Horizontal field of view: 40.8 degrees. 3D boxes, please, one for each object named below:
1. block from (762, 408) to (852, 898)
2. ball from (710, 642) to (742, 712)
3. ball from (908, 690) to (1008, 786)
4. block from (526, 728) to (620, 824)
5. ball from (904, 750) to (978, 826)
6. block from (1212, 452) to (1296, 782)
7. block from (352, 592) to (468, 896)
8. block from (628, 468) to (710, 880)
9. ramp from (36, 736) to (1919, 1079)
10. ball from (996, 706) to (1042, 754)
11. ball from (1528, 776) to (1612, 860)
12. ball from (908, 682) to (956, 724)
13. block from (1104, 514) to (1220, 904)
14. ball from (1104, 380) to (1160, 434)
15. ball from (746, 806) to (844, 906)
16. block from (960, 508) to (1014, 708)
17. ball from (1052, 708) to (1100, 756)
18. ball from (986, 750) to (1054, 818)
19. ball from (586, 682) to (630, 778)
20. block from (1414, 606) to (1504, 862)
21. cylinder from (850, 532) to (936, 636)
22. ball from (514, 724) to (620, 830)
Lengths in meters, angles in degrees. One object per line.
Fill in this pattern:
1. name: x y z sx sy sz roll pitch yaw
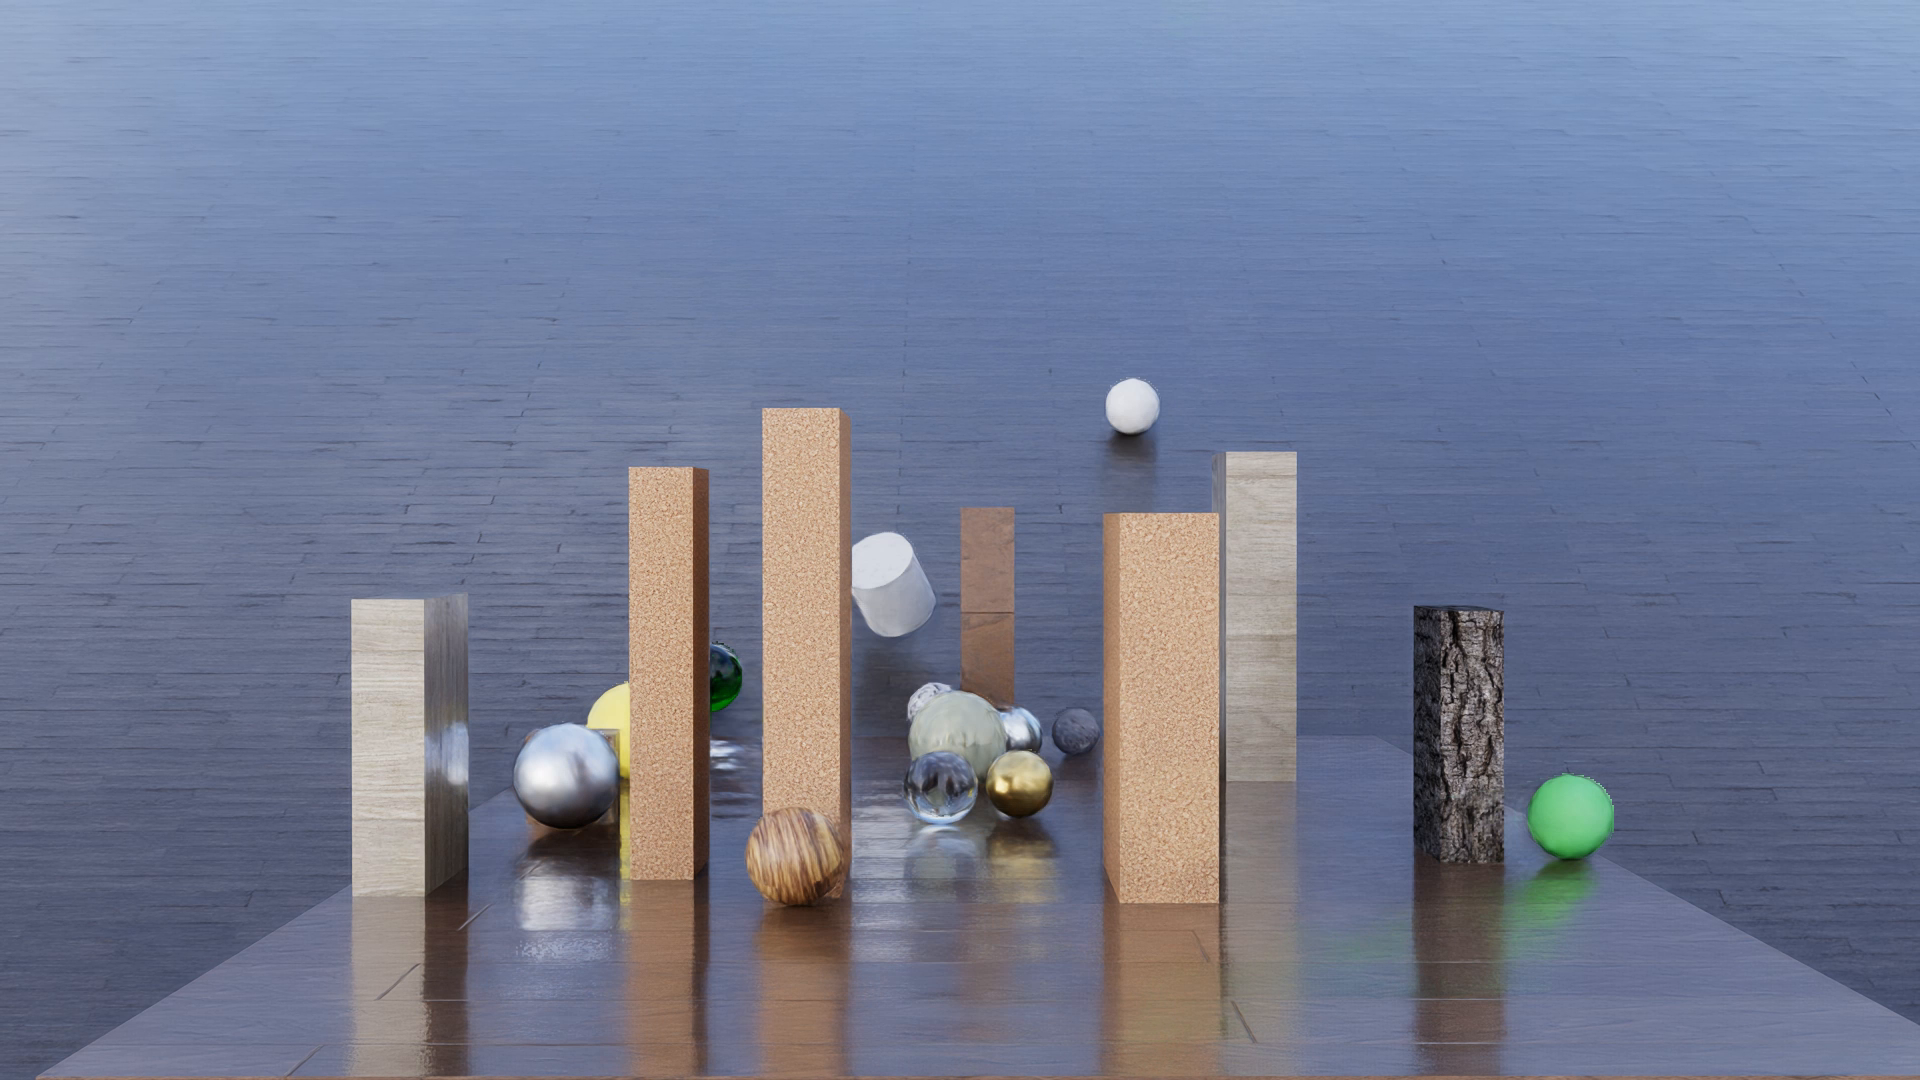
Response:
1. block: -0.235 0.165 4.031 0.114 0.725 0.411 0 1 0
2. ball: -0.670 0.365 6.858 0.186 0.186 0.186 0 28 0
3. ball: -0.005 0.413 5.324 0.203 0.203 0.203 0 28 0
4. block: -0.720 0.439 4.823 0.161 0.161 0.161 0 1 -3
5. ball: -0.035 0.452 4.720 0.137 0.137 0.137 0 28 0
6. block: 0.640 0.161 5.643 0.149 0.700 0.310 0 1 0
7. block: -0.850 0.307 4.015 0.108 0.442 0.346 0 1 0
8. block: -0.464 0.206 4.147 0.099 0.641 0.263 0 1 0
9. ramp: 0.064 0.572 4.614 2.000 0.100 4.000 0 1 0
10. ball: 0.115 0.440 5.780 0.140 0.140 0.140 0 28 0
11. ball: 1.004 0.456 4.252 0.138 0.138 0.138 0 28 0
12. ball: -0.054 0.384 5.813 0.127 0.127 0.127 0 28 0
13. block: 0.305 0.243 3.984 0.145 0.570 0.426 0 1 0
14. ball: 0.557 -0.430 8.343 0.178 0.178 0.178 0 28 0
15. ball: -0.239 0.459 3.757 0.143 0.143 0.143 0 28 0
16. block: 0.063 0.216 5.985 0.121 0.583 0.275 0 1 0
17. ball: 0.271 0.451 6.060 0.112 0.112 0.112 0 28 0
18. ball: 0.111 0.456 4.836 0.127 0.127 0.127 0 28 0
19. ball: -0.699 0.409 5.552 0.206 0.206 0.206 0 28 0
20. block: 0.834 0.319 4.333 0.102 0.410 0.251 0 1 0
21. cylinder: -0.197 0.124 7.137 0.204 0.204 0.204 -13 44 13
22. ball: -0.707 0.425 4.647 0.190 0.190 0.190 0 28 0
